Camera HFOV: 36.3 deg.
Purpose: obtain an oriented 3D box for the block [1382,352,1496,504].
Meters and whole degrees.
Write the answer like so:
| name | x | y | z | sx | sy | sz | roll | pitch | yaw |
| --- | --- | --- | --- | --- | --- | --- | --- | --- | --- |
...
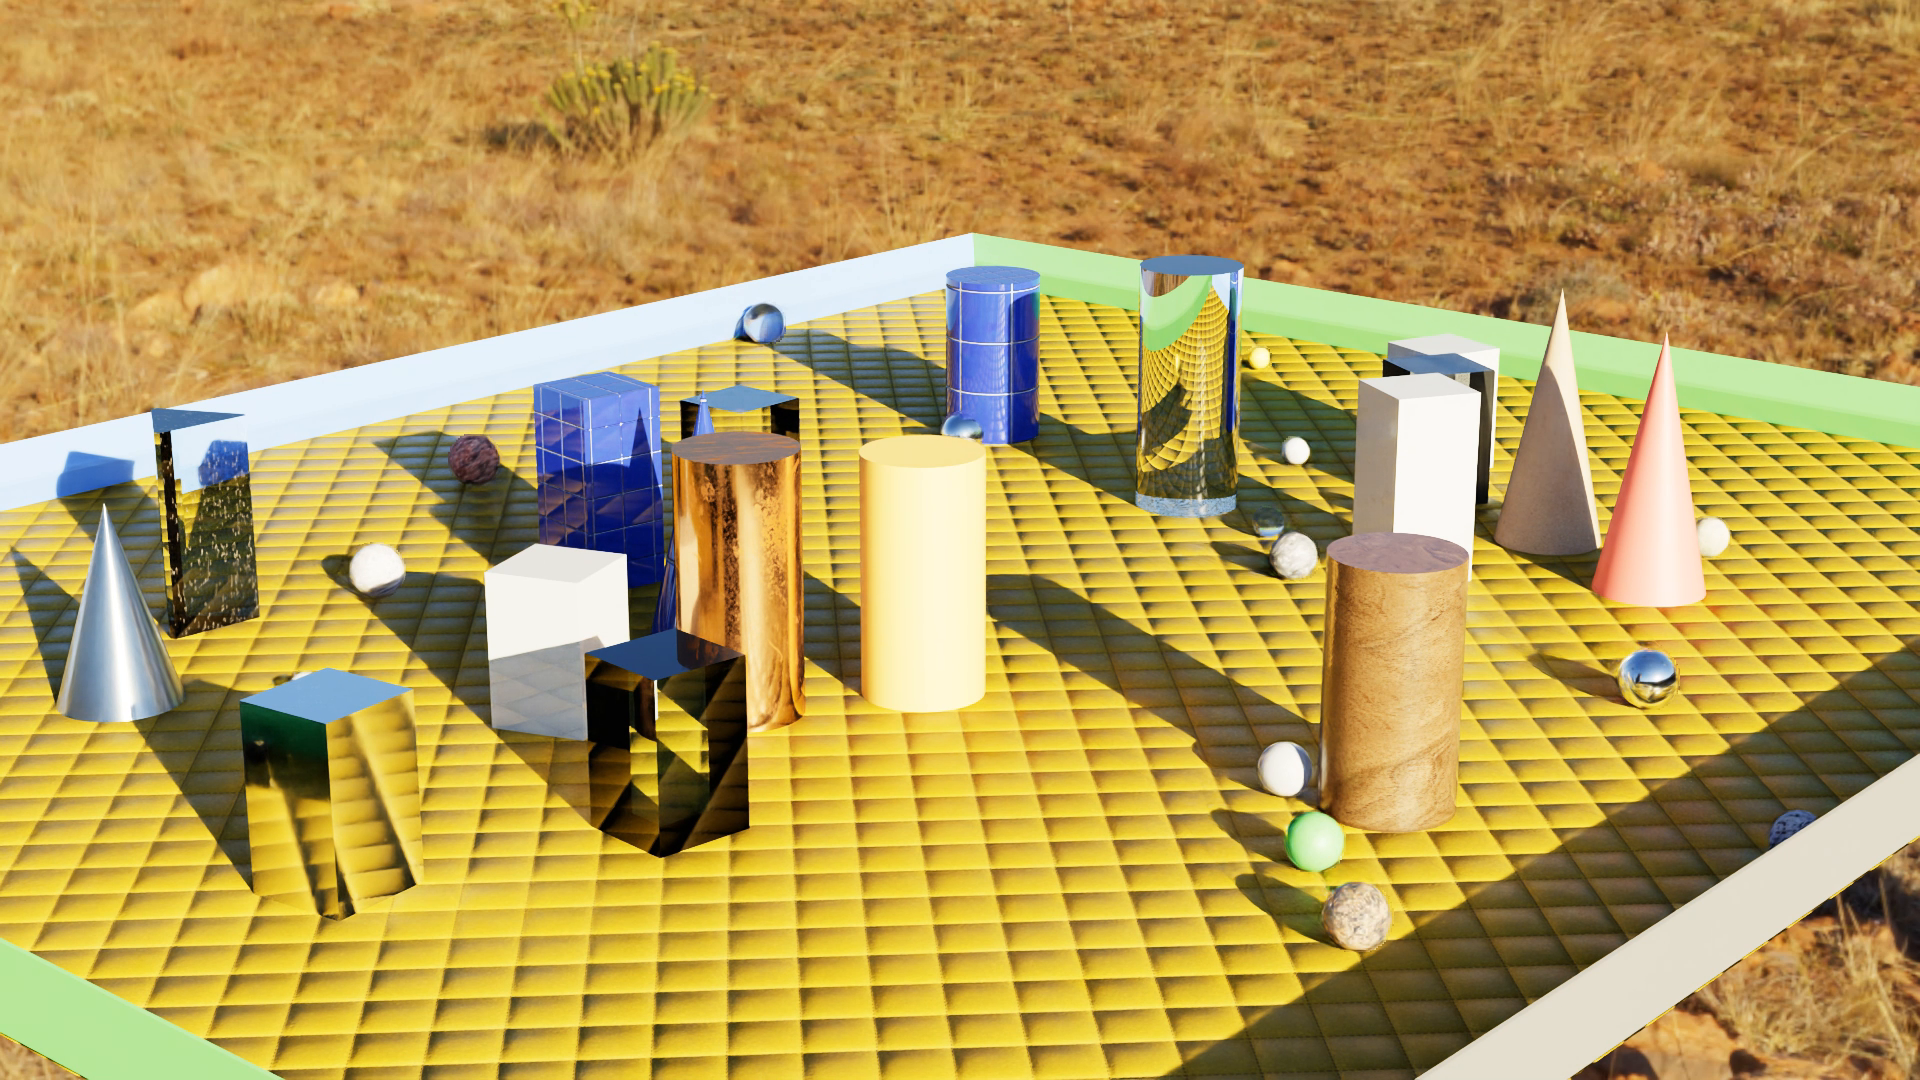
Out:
| name | x | y | z | sx | sy | sz | roll | pitch | yaw |
| --- | --- | --- | --- | --- | --- | --- | --- | --- | --- |
| block | 0.924 | -0.212 | 5.696 | 0.158 | 0.265 | 0.158 | -6 | 18 | -19 |

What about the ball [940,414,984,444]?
| name | x | y | z | sx | sy | sz | roll | pitch | yaw |
| --- | --- | --- | --- | --- | --- | --- | --- | --- | --- |
| ball | 0.005 | -0.216 | 6.018 | 0.088 | 0.088 | 0.088 | 0 | 17 | 0 |

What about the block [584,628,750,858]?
| name | x | y | z | sx | sy | sz | roll | pitch | yaw |
| --- | --- | --- | --- | --- | --- | --- | --- | --- | --- |
| block | -0.406 | 0.280 | 4.077 | 0.158 | 0.257 | 0.158 | -15 | 22 | -41 |

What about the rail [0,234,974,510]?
| name | x | y | z | sx | sy | sz | roll | pitch | yaw |
| --- | --- | --- | --- | --- | --- | --- | --- | --- | --- |
| rail | -1.291 | -0.291 | 6.193 | 0.045 | 0.128 | 4.092 | 14 | 22 | 39 |

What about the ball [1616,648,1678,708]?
| name | x | y | z | sx | sy | sz | roll | pitch | yaw |
| --- | --- | --- | --- | --- | --- | --- | --- | --- | --- |
| ball | 1.072 | 0.216 | 4.573 | 0.094 | 0.094 | 0.094 | 0 | 17 | 0 |

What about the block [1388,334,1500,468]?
| name | x | y | z | sx | sy | sz | roll | pitch | yaw |
| --- | --- | --- | --- | --- | --- | --- | --- | --- | --- |
| block | 0.972 | -0.274 | 5.933 | 0.158 | 0.247 | 0.158 | -9 | 19 | -28 |

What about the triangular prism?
| name | x | y | z | sx | sy | sz | roll | pitch | yaw |
| --- | --- | --- | --- | --- | --- | --- | --- | --- | --- |
| triangular prism | -1.310 | -0.037 | 4.958 | 0.148 | 0.356 | 0.171 | 16 | 23 | 42 |

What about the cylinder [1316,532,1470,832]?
| name | x | y | z | sx | sy | sz | roll | pitch | yaw |
| --- | --- | --- | --- | --- | --- | --- | --- | --- | --- |
| cylinder | 0.609 | 0.199 | 4.134 | 0.197 | 0.379 | 0.197 | 0 | 17 | 0 |

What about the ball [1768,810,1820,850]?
| name | x | y | z | sx | sy | sz | roll | pitch | yaw |
| --- | --- | --- | --- | --- | --- | --- | --- | --- | --- |
| ball | 1.135 | 0.406 | 3.965 | 0.080 | 0.080 | 0.080 | 0 | 17 | 0 |

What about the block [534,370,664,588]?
| name | x | y | z | sx | sy | sz | roll | pitch | yaw |
| --- | --- | --- | --- | --- | --- | --- | --- | --- | --- |
| block | -0.636 | -0.100 | 5.172 | 0.158 | 0.354 | 0.158 | -14 | 22 | -38 |

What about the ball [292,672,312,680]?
| name | x | y | z | sx | sy | sz | roll | pitch | yaw |
| --- | --- | --- | --- | --- | --- | --- | --- | --- | --- |
| ball | -1.025 | 0.232 | 4.591 | 0.052 | 0.052 | 0.052 | 0 | 17 | 0 |

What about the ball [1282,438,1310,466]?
| name | x | y | z | sx | sy | sz | roll | pitch | yaw |
| --- | --- | --- | --- | --- | --- | --- | --- | --- | --- |
| ball | 0.681 | -0.180 | 5.952 | 0.056 | 0.056 | 0.056 | 0 | 17 | 0 |

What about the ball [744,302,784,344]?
| name | x | y | z | sx | sy | sz | roll | pitch | yaw |
| --- | --- | --- | --- | --- | --- | --- | --- | --- | --- |
| ball | -0.468 | -0.519 | 7.002 | 0.099 | 0.099 | 0.099 | 0 | 17 | 0 |

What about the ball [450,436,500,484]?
| name | x | y | z | sx | sy | sz | roll | pitch | yaw |
| --- | --- | --- | --- | --- | --- | --- | --- | --- | --- |
| ball | -0.962 | -0.159 | 5.812 | 0.097 | 0.097 | 0.097 | 0 | 17 | 0 |

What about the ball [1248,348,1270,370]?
| name | x | y | z | sx | sy | sz | roll | pitch | yaw |
| --- | --- | --- | --- | --- | --- | --- | --- | --- | --- |
| ball | 0.689 | -0.419 | 6.753 | 0.051 | 0.051 | 0.051 | 0 | 17 | 0 |

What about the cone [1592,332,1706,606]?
| name | x | y | z | sx | sy | sz | roll | pitch | yaw |
| --- | --- | --- | --- | --- | --- | --- | --- | --- | --- |
| cone | 1.212 | -0.136 | 5.096 | 0.197 | 0.465 | 0.197 | 0 | 17 | 0 |

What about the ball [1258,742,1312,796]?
| name | x | y | z | sx | sy | sz | roll | pitch | yaw |
| --- | --- | --- | --- | --- | --- | --- | --- | --- | --- |
| ball | 0.468 | 0.329 | 4.222 | 0.079 | 0.079 | 0.079 | 0 | 17 | 0 |

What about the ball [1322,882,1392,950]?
| name | x | y | z | sx | sy | sz | roll | pitch | yaw |
| --- | --- | --- | --- | --- | --- | --- | --- | --- | --- |
| ball | 0.503 | 0.477 | 3.719 | 0.088 | 0.088 | 0.088 | 0 | 17 | 0 |

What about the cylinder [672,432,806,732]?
| name | x | y | z | sx | sy | sz | roll | pitch | yaw |
| --- | --- | --- | --- | --- | --- | --- | --- | --- | --- |
| cylinder | -0.339 | 0.063 | 4.507 | 0.197 | 0.425 | 0.197 | 0 | 17 | 0 |

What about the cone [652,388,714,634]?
| name | x | y | z | sx | sy | sz | roll | pitch | yaw |
| --- | --- | --- | --- | --- | --- | --- | --- | --- | --- |
| cone | -0.422 | -0.048 | 4.880 | 0.197 | 0.423 | 0.197 | 0 | 17 | 0 |

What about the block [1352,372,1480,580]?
| name | x | y | z | sx | sy | sz | roll | pitch | yaw |
| --- | --- | --- | --- | --- | --- | --- | --- | --- | --- |
| block | 0.808 | -0.106 | 5.209 | 0.158 | 0.344 | 0.158 | -6 | 18 | -18 |

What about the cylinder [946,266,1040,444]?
| name | x | y | z | sx | sy | sz | roll | pitch | yaw |
| --- | --- | --- | --- | --- | --- | --- | --- | --- | --- |
| cylinder | 0.069 | -0.389 | 6.154 | 0.197 | 0.340 | 0.197 | 0 | 17 | 0 |

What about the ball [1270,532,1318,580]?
| name | x | y | z | sx | sy | sz | roll | pitch | yaw |
| --- | --- | --- | --- | --- | --- | --- | --- | --- | --- |
| ball | 0.593 | 0.029 | 5.209 | 0.085 | 0.085 | 0.085 | 0 | 17 | 0 |

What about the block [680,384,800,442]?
| name | x | y | z | sx | sy | sz | roll | pitch | yaw |
| --- | --- | --- | --- | --- | --- | --- | --- | --- | --- |
| block | -0.412 | -0.148 | 5.522 | 0.158 | 0.243 | 0.158 | 14 | 22 | 38 |

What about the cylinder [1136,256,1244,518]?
| name | x | y | z | sx | sy | sz | roll | pitch | yaw |
| --- | --- | --- | --- | --- | --- | --- | --- | --- | --- |
| cylinder | 0.439 | -0.296 | 5.621 | 0.197 | 0.469 | 0.197 | 0 | 17 | 0 |

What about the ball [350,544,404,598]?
| name | x | y | z | sx | sy | sz | roll | pitch | yaw |
| --- | --- | --- | --- | --- | --- | --- | --- | --- | --- |
| ball | -1.018 | 0.053 | 5.114 | 0.093 | 0.093 | 0.093 | 0 | 17 | 0 |

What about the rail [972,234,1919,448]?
| name | x | y | z | sx | sy | sz | roll | pitch | yaw |
| --- | --- | --- | --- | --- | --- | --- | --- | --- | --- |
| rail | 1.326 | -0.408 | 6.582 | 3.466 | 0.128 | 0.045 | 14 | 22 | 39 |

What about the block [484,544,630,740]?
| name | x | y | z | sx | sy | sz | roll | pitch | yaw |
| --- | --- | --- | --- | --- | --- | --- | --- | --- | --- |
| block | -0.615 | 0.155 | 4.503 | 0.158 | 0.250 | 0.158 | 6 | 18 | 20 |

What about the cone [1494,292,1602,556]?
| name | x | y | z | sx | sy | sz | roll | pitch | yaw |
| --- | --- | --- | --- | --- | --- | --- | --- | --- | --- |
| cone | 1.093 | -0.228 | 5.386 | 0.197 | 0.476 | 0.197 | 0 | 17 | 0 |

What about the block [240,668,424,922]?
| name | x | y | z | sx | sy | sz | roll | pitch | yaw |
| --- | --- | --- | --- | --- | --- | --- | --- | --- | --- |
| block | -0.828 | 0.333 | 3.873 | 0.158 | 0.273 | 0.158 | 11 | 20 | 32 |

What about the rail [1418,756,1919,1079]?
| name | x | y | z | sx | sy | sz | roll | pitch | yaw |
| --- | --- | --- | --- | --- | --- | --- | --- | --- | --- |
| rail | 1.291 | 0.355 | 4.047 | 0.045 | 0.128 | 4.092 | 14 | 22 | 39 |

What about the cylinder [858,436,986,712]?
| name | x | y | z | sx | sy | sz | roll | pitch | yaw |
| --- | --- | --- | --- | --- | --- | --- | --- | --- | --- |
| cylinder | -0.058 | 0.051 | 4.600 | 0.197 | 0.394 | 0.197 | 0 | 17 | 0 |

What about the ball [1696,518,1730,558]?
| name | x | y | z | sx | sy | sz | roll | pitch | yaw |
| --- | --- | --- | --- | --- | --- | --- | --- | --- | --- |
| ball | 1.364 | -0.005 | 5.342 | 0.073 | 0.073 | 0.073 | 0 | 17 | 0 |

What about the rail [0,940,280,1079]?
| name | x | y | z | sx | sy | sz | roll | pitch | yaw |
| --- | --- | --- | --- | --- | --- | --- | --- | --- | --- |
| rail | -1.326 | 0.473 | 3.658 | 3.466 | 0.128 | 0.045 | 14 | 22 | 39 |

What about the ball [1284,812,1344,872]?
| name | x | y | z | sx | sy | sz | roll | pitch | yaw |
| --- | --- | --- | --- | --- | --- | --- | --- | --- | --- |
| ball | 0.478 | 0.407 | 3.961 | 0.081 | 0.081 | 0.081 | 0 | 17 | 0 |

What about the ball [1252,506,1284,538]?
| name | x | y | z | sx | sy | sz | roll | pitch | yaw |
| --- | --- | --- | --- | --- | --- | --- | --- | --- | --- |
| ball | 0.574 | -0.033 | 5.460 | 0.058 | 0.058 | 0.058 | 0 | 17 | 0 |

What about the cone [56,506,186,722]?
| name | x | y | z | sx | sy | sz | roll | pitch | yaw |
| --- | --- | --- | --- | --- | --- | --- | --- | --- | --- |
| cone | -1.320 | 0.098 | 4.567 | 0.197 | 0.323 | 0.197 | 0 | 17 | 0 |
